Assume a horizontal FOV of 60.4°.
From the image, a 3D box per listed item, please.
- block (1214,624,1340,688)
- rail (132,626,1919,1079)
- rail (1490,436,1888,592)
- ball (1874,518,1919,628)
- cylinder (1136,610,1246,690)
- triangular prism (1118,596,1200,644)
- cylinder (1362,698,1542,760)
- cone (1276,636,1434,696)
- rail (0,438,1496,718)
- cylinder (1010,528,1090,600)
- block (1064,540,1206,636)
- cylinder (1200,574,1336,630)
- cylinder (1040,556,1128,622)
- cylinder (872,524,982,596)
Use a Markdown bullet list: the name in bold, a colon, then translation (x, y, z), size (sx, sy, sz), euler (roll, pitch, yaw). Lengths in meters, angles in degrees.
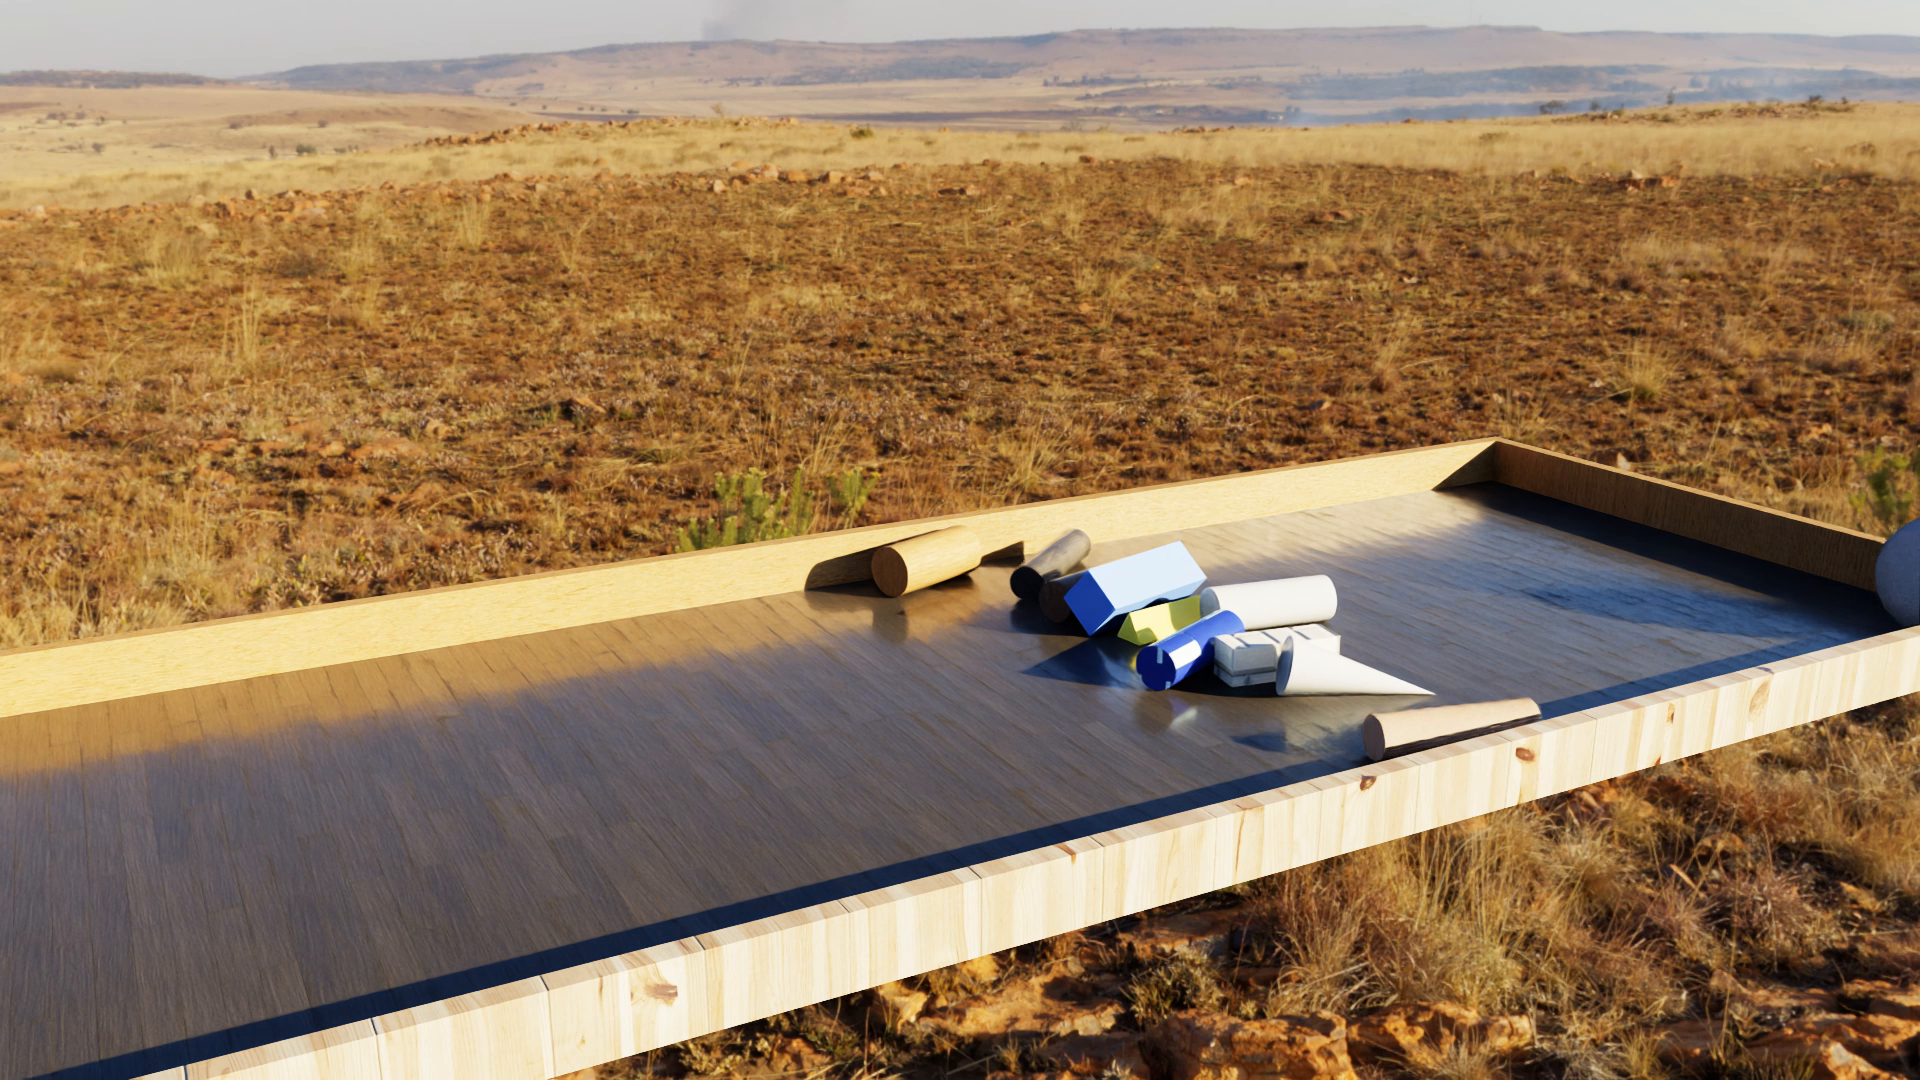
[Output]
- **block**: translation (0.804, 0.291, 4.184), size (0.300, 0.101, 0.101), euler (-5, 17, -18)
- **rail**: translation (-2.336, 1.006, 1.665), size (12.000, 0.150, 0.050), euler (-9, 18, -27)
- **rail**: translation (2.466, -0.048, 5.253), size (0.050, 0.150, 2.100), euler (-9, 18, -27)
- **ball**: translation (2.645, 0.097, 4.418), size (0.342, 0.342, 0.342), euler (0, 16, 0)
- **cylinder**: translation (0.592, 0.277, 4.206), size (0.115, 0.115, 0.353), euler (12, 20, 36)
- **triangular prism**: translation (0.619, 0.198, 4.536), size (0.411, 0.078, 0.090), euler (-12, 20, -34)
- **cylinder**: translation (1.110, 0.426, 3.720), size (0.391, 0.105, 0.105), euler (-4, 17, -14)
- **cone**: translation (0.985, 0.344, 4.054), size (0.384, 0.150, 0.150), euler (11, 16, -2)
- **rail**: translation (-3.305, 0.497, 3.399), size (12.000, 0.150, 0.050), euler (-9, 18, -27)
- **cylinder**: translation (0.275, 0.070, 4.938), size (0.102, 0.102, 0.433), euler (7, 18, 22)
- **block**: translation (0.488, 0.132, 4.572), size (0.392, 0.133, 0.133), euler (-15, 63, -42)
- **cylinder**: translation (0.845, 0.176, 4.527), size (0.352, 0.128, 0.128), euler (-5, 17, -18)
- **cylinder**: translation (0.377, 0.138, 4.676), size (0.117, 0.117, 0.324), euler (16, 23, 43)
- **cylinder**: translation (-0.097, 0.059, 4.888), size (0.150, 0.150, 0.316), euler (14, 22, 40)
